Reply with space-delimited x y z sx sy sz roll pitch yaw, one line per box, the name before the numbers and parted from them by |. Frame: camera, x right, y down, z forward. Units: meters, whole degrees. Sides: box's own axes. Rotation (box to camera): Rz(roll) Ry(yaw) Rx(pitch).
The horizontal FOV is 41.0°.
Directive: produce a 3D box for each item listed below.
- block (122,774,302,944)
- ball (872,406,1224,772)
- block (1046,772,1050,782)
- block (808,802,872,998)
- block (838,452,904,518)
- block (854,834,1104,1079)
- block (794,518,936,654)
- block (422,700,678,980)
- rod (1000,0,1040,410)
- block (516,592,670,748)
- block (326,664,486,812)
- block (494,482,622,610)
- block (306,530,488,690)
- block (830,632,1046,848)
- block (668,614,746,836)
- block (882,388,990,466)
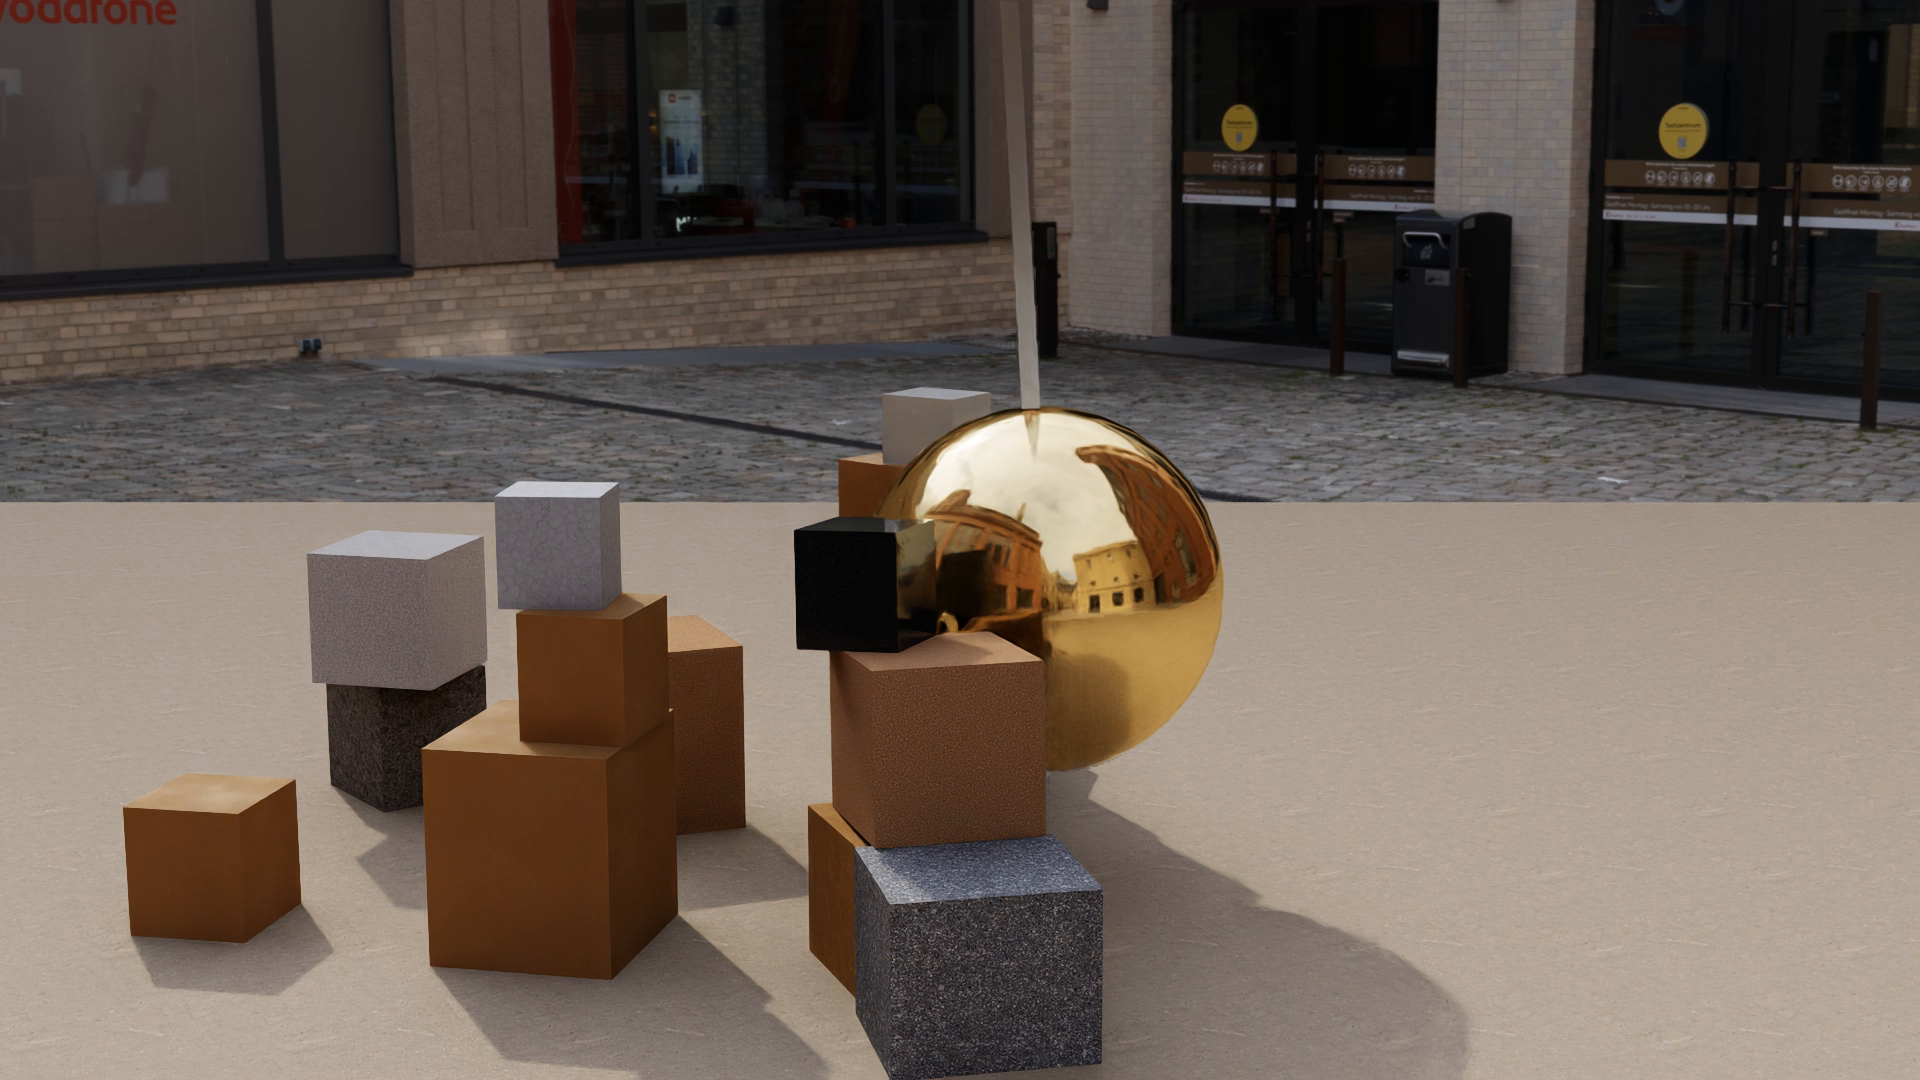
block | -3.124 1.324 10.747 0.508 0.549 0.531 2 10 11
ball | 0.354 0.214 11.219 1.600 1.600 1.600 0 10 0
block | -0.045 0.806 12.612 0.825 0.901 0.767 3 11 15
block | -0.162 1.405 10.131 0.676 0.610 0.750 -4 11 -20
block | -0.079 -0.033 12.602 0.704 0.753 0.754 9 14 40
block | 0.057 1.515 9.405 0.771 0.654 0.689 -2 11 -13
block | -0.369 0.171 10.122 0.421 0.468 0.460 1 7 18
block | -1.653 1.201 10.462 0.764 0.893 0.823 2 11 12
rod | 0.153 -3.125 10.612 0.080 5.200 0.080 -3 10 1
block | -1.472 0.510 10.326 0.446 0.515 0.496 3 11 14
block | -2.737 0.920 12.702 0.562 0.644 0.626 -8 13 -36
block | -1.610 0.021 10.313 0.419 0.454 0.377 1 10 4
block | -2.708 0.330 12.394 0.615 0.627 0.638 3 11 14
block | -0.098 0.760 9.966 0.664 0.672 0.755 -3 7 -15
block | -1.506 0.888 12.226 0.760 0.879 0.756 -4 11 -22
block | -0.113 -0.538 12.335 0.398 0.337 0.340 7 12 32
